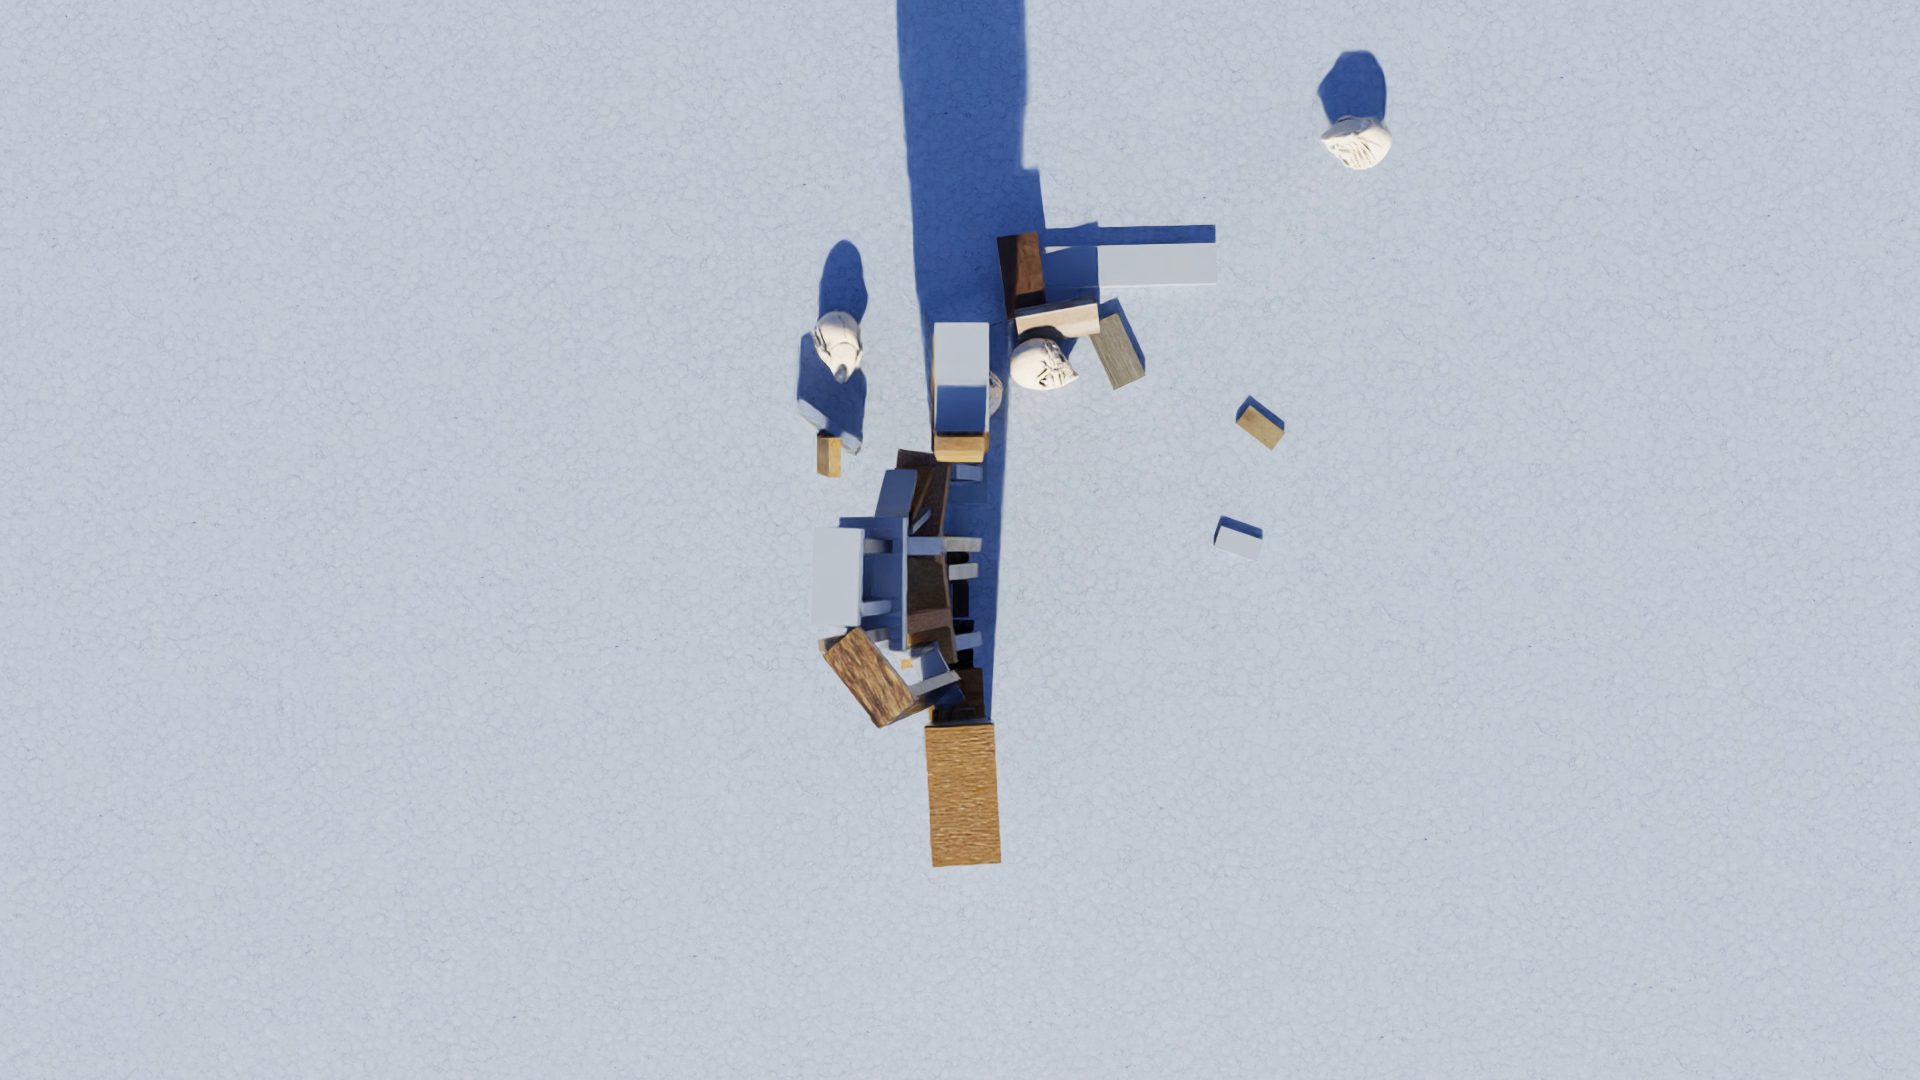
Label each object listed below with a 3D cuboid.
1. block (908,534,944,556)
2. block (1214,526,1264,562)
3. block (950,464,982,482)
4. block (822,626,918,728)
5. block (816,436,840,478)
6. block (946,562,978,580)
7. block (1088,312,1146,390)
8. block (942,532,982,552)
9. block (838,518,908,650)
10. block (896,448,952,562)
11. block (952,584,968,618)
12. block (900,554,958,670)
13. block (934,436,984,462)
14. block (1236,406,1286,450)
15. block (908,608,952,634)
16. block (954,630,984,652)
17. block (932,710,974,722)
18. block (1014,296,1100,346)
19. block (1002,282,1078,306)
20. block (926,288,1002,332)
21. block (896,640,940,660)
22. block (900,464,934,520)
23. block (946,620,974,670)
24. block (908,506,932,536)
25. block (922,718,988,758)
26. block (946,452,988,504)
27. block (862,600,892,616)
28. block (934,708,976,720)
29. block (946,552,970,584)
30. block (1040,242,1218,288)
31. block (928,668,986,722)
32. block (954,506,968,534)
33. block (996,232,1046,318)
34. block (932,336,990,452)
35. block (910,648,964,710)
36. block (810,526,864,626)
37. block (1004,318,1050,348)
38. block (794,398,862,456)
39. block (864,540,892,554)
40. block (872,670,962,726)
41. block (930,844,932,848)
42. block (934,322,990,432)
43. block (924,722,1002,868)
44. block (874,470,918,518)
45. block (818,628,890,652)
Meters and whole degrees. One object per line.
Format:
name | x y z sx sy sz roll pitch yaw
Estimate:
block | -0.180 0.007 4.607 0.177 0.354 0.050 6 91 14
block | 0.927 0.012 5.489 0.149 0.021 0.074 19 90 0
block | -0.046 -0.202 4.956 0.155 0.310 0.044 0 91 15
block | -0.225 0.343 4.127 0.117 0.033 0.235 -40 84 9
block | -0.428 -0.272 5.366 0.035 0.249 0.125 -1 96 -14
block | -0.066 0.101 5.146 0.163 0.370 0.046 -3 90 14
block | 0.517 -0.626 5.484 0.114 0.032 0.229 -25 90 0
block | -0.069 0.002 5.073 0.155 0.514 0.044 9 92 14
block | -0.232 0.116 4.411 0.177 0.050 0.354 0 90 15
block | -0.120 -0.101 4.795 0.155 0.044 0.310 9 93 14
block | 0.001 0.197 5.382 0.055 0.016 0.110 0 90 0
block | -0.110 0.214 4.941 0.163 0.046 0.327 -8 88 14
block | -0.002 -0.236 4.312 0.125 0.388 0.035 1 89 0
block | 1.000 -0.372 5.489 0.148 0.021 0.074 38 90 0
block | -0.170 0.231 4.677 0.177 0.495 0.050 -2 90 14
block | -0.049 0.322 5.117 0.163 0.327 0.046 -8 88 14
block | -0.018 0.597 4.656 0.117 0.033 0.234 0 90 -1
block | 0.319 -0.718 5.409 0.266 0.133 0.038 -10 50 3
block | 0.266 -0.800 5.452 0.229 0.032 0.114 14 98 -2
block | 0.015 -0.741 5.484 0.229 0.032 0.114 -20 90 0
block | -0.124 0.322 4.829 0.085 0.175 0.024 -9 92 14
block | -0.146 -0.138 4.703 0.091 0.026 0.182 8 50 17
block | -0.004 0.350 5.300 0.094 0.027 0.187 1 90 0
block | -0.152 -0.058 4.688 0.091 0.182 0.026 6 110 14
block | -0.008 0.533 4.461 0.178 0.356 0.050 -4 90 -1
block | 0.004 -0.279 5.148 0.164 0.047 0.329 0 90 0
block | -0.271 0.176 4.270 0.122 0.243 0.034 -1 90 14
block | -0.016 0.516 4.790 0.117 0.234 0.033 -2 90 -1
block | -0.007 0.065 5.333 0.075 0.021 0.149 3 91 14
block | 0.502 -0.909 5.481 0.697 0.038 0.133 -1 90 0
block | -0.007 0.553 4.931 0.166 0.047 0.332 -3 90 0
block | 0.003 -0.064 5.400 0.047 0.013 0.094 0 90 0
block | 0.203 -0.867 5.406 0.133 0.038 0.266 -8 98 1
block | 0.001 -0.402 4.528 0.157 0.044 0.314 0 90 0
block | -0.063 0.401 4.723 0.085 0.024 0.169 -29 91 4
block | -0.306 0.091 4.136 0.121 0.034 0.243 2 90 15
block | 0.231 -0.693 5.489 0.149 0.021 0.074 16 90 0
block | -0.434 -0.371 5.436 0.249 0.125 0.035 37 84 0
block | -0.268 0.014 4.269 0.121 0.243 0.034 3 90 14
block | -0.110 0.423 4.420 0.117 0.581 0.033 -44 82 9
block | 0.007 0.770 4.891 0.178 1.216 0.050 0 90 0
block | 0.005 -0.414 4.210 0.138 0.039 0.276 0 90 0
block | 0.008 0.657 4.258 0.178 0.050 0.356 -3 90 0
block | -0.180 -0.125 4.660 0.091 0.026 0.182 1 48 12
block | -0.273 0.257 4.274 0.117 0.235 0.033 -10 88 14
